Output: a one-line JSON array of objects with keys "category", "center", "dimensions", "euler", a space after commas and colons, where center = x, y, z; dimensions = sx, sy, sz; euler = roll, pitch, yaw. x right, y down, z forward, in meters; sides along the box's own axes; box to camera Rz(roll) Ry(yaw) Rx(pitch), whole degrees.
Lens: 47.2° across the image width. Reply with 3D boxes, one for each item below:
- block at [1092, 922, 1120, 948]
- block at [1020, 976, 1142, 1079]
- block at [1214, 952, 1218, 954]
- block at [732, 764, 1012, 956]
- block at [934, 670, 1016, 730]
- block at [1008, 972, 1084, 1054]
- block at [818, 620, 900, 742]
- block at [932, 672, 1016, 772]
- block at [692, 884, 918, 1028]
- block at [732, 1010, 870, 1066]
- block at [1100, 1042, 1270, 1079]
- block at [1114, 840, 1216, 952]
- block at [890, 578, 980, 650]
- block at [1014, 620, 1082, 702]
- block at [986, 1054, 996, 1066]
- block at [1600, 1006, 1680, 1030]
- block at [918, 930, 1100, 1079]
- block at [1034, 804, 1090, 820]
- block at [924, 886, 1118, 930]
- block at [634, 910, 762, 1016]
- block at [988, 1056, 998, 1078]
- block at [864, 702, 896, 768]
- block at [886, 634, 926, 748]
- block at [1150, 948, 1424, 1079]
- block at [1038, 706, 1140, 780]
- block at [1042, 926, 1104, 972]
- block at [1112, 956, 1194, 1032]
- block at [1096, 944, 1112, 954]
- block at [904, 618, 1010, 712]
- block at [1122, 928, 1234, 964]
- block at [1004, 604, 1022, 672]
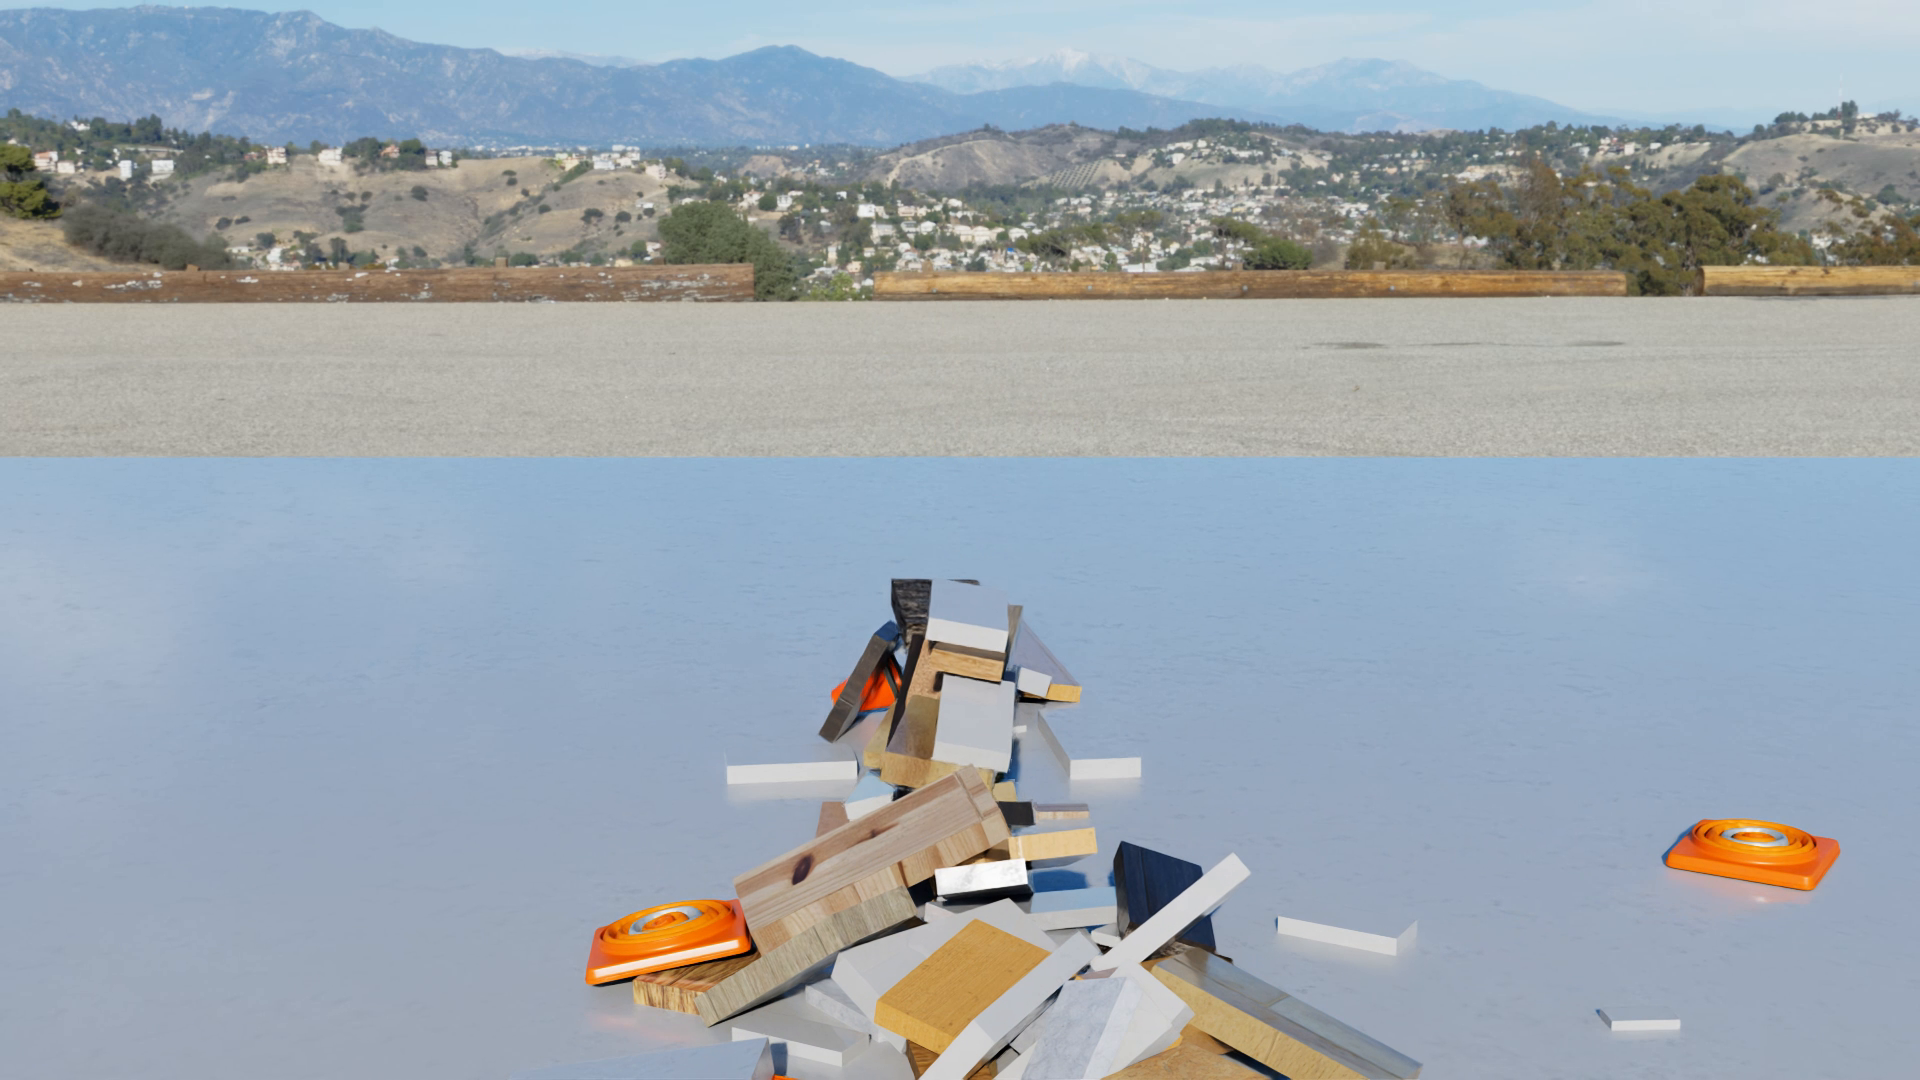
[{"category": "block", "center": [0.293, 0.600, 3.434], "dimensions": [0.059, 0.017, 0.301], "euler": [9, 4, 27]}, {"category": "block", "center": [0.135, 0.640, 2.691], "dimensions": [0.112, 0.032, 0.223], "euler": [-16, 36, 47]}, {"category": "block", "center": [0.309, 0.643, 3.319], "dimensions": [0.164, 0.023, 0.082], "euler": [0, 11, 1]}, {"category": "block", "center": [-0.138, 0.488, 3.374], "dimensions": [0.415, 0.048, 0.170], "euler": [-25, 25, -5]}, {"category": "block", "center": [0.028, 0.274, 3.771], "dimensions": [0.122, 0.035, 0.244], "euler": [10, 17, 0]}, {"category": "block", "center": [0.191, 0.680, 2.911], "dimensions": [0.159, 0.045, 0.318], "euler": [-7, 23, -35]}, {"category": "block", "center": [-0.206, 0.295, 4.600], "dimensions": [0.036, 0.254, 0.127], "euler": [31, 16, 6]}, {"category": "block", "center": [0.024, 0.295, 3.603], "dimensions": [0.122, 0.035, 0.244], "euler": [10, 24, -1]}, {"category": "block", "center": [-0.218, 0.586, 3.090], "dimensions": [0.318, 0.045, 0.159], "euler": [-36, -14, 37]}, {"category": "block", "center": [-0.222, 0.692, 3.061], "dimensions": [0.180, 0.021, 0.072], "euler": [6, 12, 28]}, {"category": "block", "center": [0.333, 0.687, 2.559], "dimensions": [0.167, 0.047, 0.335], "euler": [-10, 17, -42]}, {"category": "block", "center": [0.313, 0.560, 3.392], "dimensions": [0.136, 0.039, 0.273], "euler": [18, 17, -4]}, {"category": "block", "center": [-0.032, 0.142, 4.264], "dimensions": [0.175, 0.050, 0.351], "euler": [1, 13, -7]}, {"category": "block", "center": [0.127, 0.249, 5.357], "dimensions": [0.127, 0.036, 0.975], "euler": [6, 9, -11]}, {"category": "block", "center": [0.019, 0.672, 3.018], "dimensions": [0.089, 0.025, 0.178], "euler": [3, 11, 18]}, {"category": "block", "center": [0.969, 0.682, 3.136], "dimensions": [0.099, 0.014, 0.049], "euler": [-1, 11, -3]}, {"category": "block", "center": [0.063, 0.606, 2.800], "dimensions": [0.039, 0.136, 0.284], "euler": [45, 31, 13]}, {"category": "block", "center": [0.189, 0.505, 4.091], "dimensions": [0.099, 0.014, 0.049], "euler": [0, 11, -2]}, {"category": "block", "center": [0.136, 0.564, 3.349], "dimensions": [0.417, 0.028, 0.098], "euler": [3, 5, -42]}, {"category": "block", "center": [-0.327, 0.625, 3.381], "dimensions": [0.126, 0.036, 0.447], "euler": [5, 12, 24]}, {"category": "block", "center": [0.005, 0.720, 2.901], "dimensions": [0.089, 0.025, 0.178], "euler": [0, 11, -1]}, {"category": "block", "center": [-0.097, 0.356, 3.965], "dimensions": [0.103, 0.029, 0.206], "euler": [8, 23, 11]}, {"category": "block", "center": [-0.025, 0.305, 3.927], "dimensions": [0.175, 0.050, 0.351], "euler": [10, 34, 2]}, {"category": "block", "center": [0.423, 0.644, 2.886], "dimensions": [0.339, 0.048, 0.170], "euler": [25, 9, 24]}, {"category": "block", "center": [0.261, 0.414, 4.510], "dimensions": [0.140, 0.040, 0.392], "euler": [-1, 11, -7]}, {"category": "block", "center": [0.130, 0.601, 3.322], "dimensions": [0.126, 0.036, 0.252], "euler": [9, 4, -8]}, {"category": "block", "center": [0.183, 0.648, 2.792], "dimensions": [0.112, 0.223, 0.032], "euler": [35, -12, 43]}, {"category": "block", "center": [0.212, 0.634, 3.296], "dimensions": [0.059, 0.017, 0.119], "euler": [-27, 9, -4]}, {"category": "block", "center": [-0.003, 0.225, 3.962], "dimensions": [0.140, 0.040, 0.281], "euler": [12, 36, 4]}, {"category": "block", "center": [0.321, 0.623, 3.217], "dimensions": [0.164, 0.082, 0.023], "euler": [13, 48, 25]}, {"category": "block", "center": [0.019, 0.219, 4.311], "dimensions": [0.170, 0.048, 0.339], "euler": [3, 25, 7]}]
